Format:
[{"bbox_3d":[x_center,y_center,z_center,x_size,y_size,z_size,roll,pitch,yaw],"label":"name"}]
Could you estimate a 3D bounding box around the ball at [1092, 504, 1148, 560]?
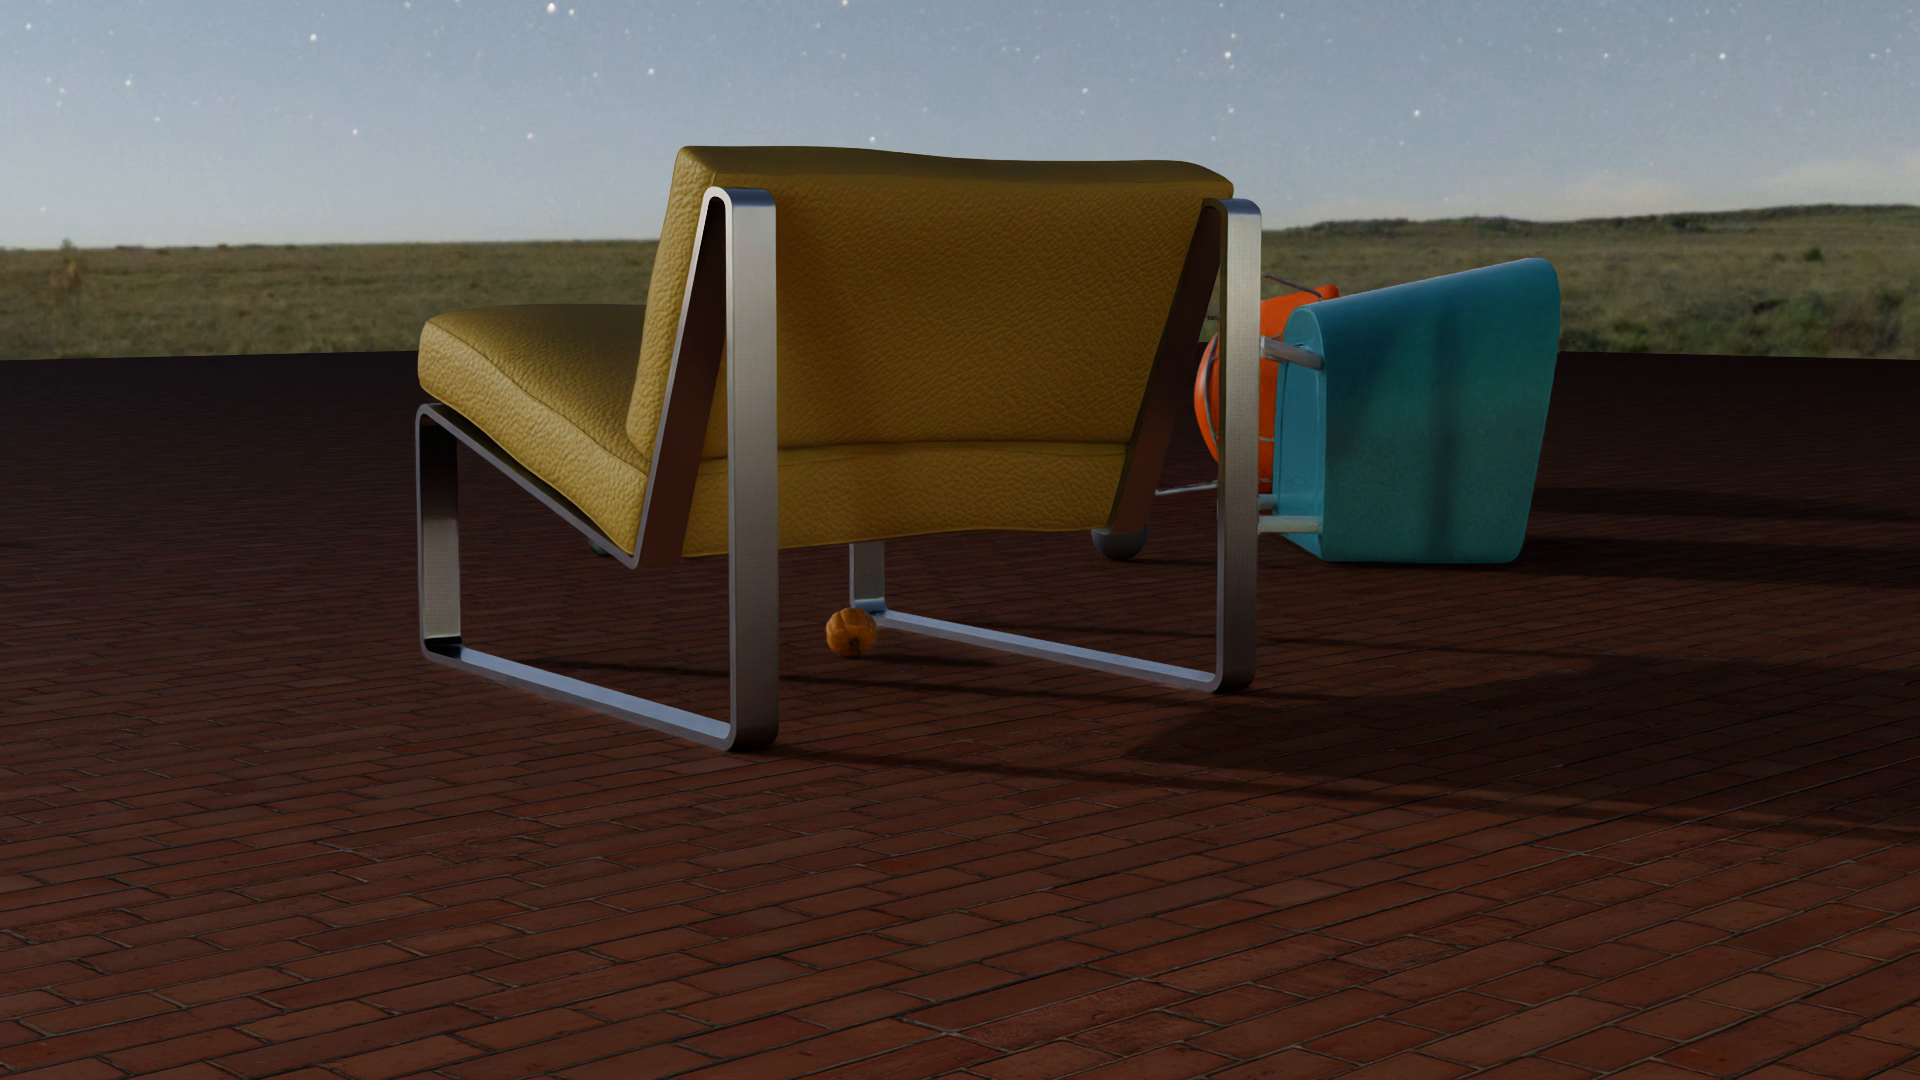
[{"bbox_3d":[0.370,-0.018,5.952,0.131,0.131,0.131,0,6,0],"label":"ball"}]
